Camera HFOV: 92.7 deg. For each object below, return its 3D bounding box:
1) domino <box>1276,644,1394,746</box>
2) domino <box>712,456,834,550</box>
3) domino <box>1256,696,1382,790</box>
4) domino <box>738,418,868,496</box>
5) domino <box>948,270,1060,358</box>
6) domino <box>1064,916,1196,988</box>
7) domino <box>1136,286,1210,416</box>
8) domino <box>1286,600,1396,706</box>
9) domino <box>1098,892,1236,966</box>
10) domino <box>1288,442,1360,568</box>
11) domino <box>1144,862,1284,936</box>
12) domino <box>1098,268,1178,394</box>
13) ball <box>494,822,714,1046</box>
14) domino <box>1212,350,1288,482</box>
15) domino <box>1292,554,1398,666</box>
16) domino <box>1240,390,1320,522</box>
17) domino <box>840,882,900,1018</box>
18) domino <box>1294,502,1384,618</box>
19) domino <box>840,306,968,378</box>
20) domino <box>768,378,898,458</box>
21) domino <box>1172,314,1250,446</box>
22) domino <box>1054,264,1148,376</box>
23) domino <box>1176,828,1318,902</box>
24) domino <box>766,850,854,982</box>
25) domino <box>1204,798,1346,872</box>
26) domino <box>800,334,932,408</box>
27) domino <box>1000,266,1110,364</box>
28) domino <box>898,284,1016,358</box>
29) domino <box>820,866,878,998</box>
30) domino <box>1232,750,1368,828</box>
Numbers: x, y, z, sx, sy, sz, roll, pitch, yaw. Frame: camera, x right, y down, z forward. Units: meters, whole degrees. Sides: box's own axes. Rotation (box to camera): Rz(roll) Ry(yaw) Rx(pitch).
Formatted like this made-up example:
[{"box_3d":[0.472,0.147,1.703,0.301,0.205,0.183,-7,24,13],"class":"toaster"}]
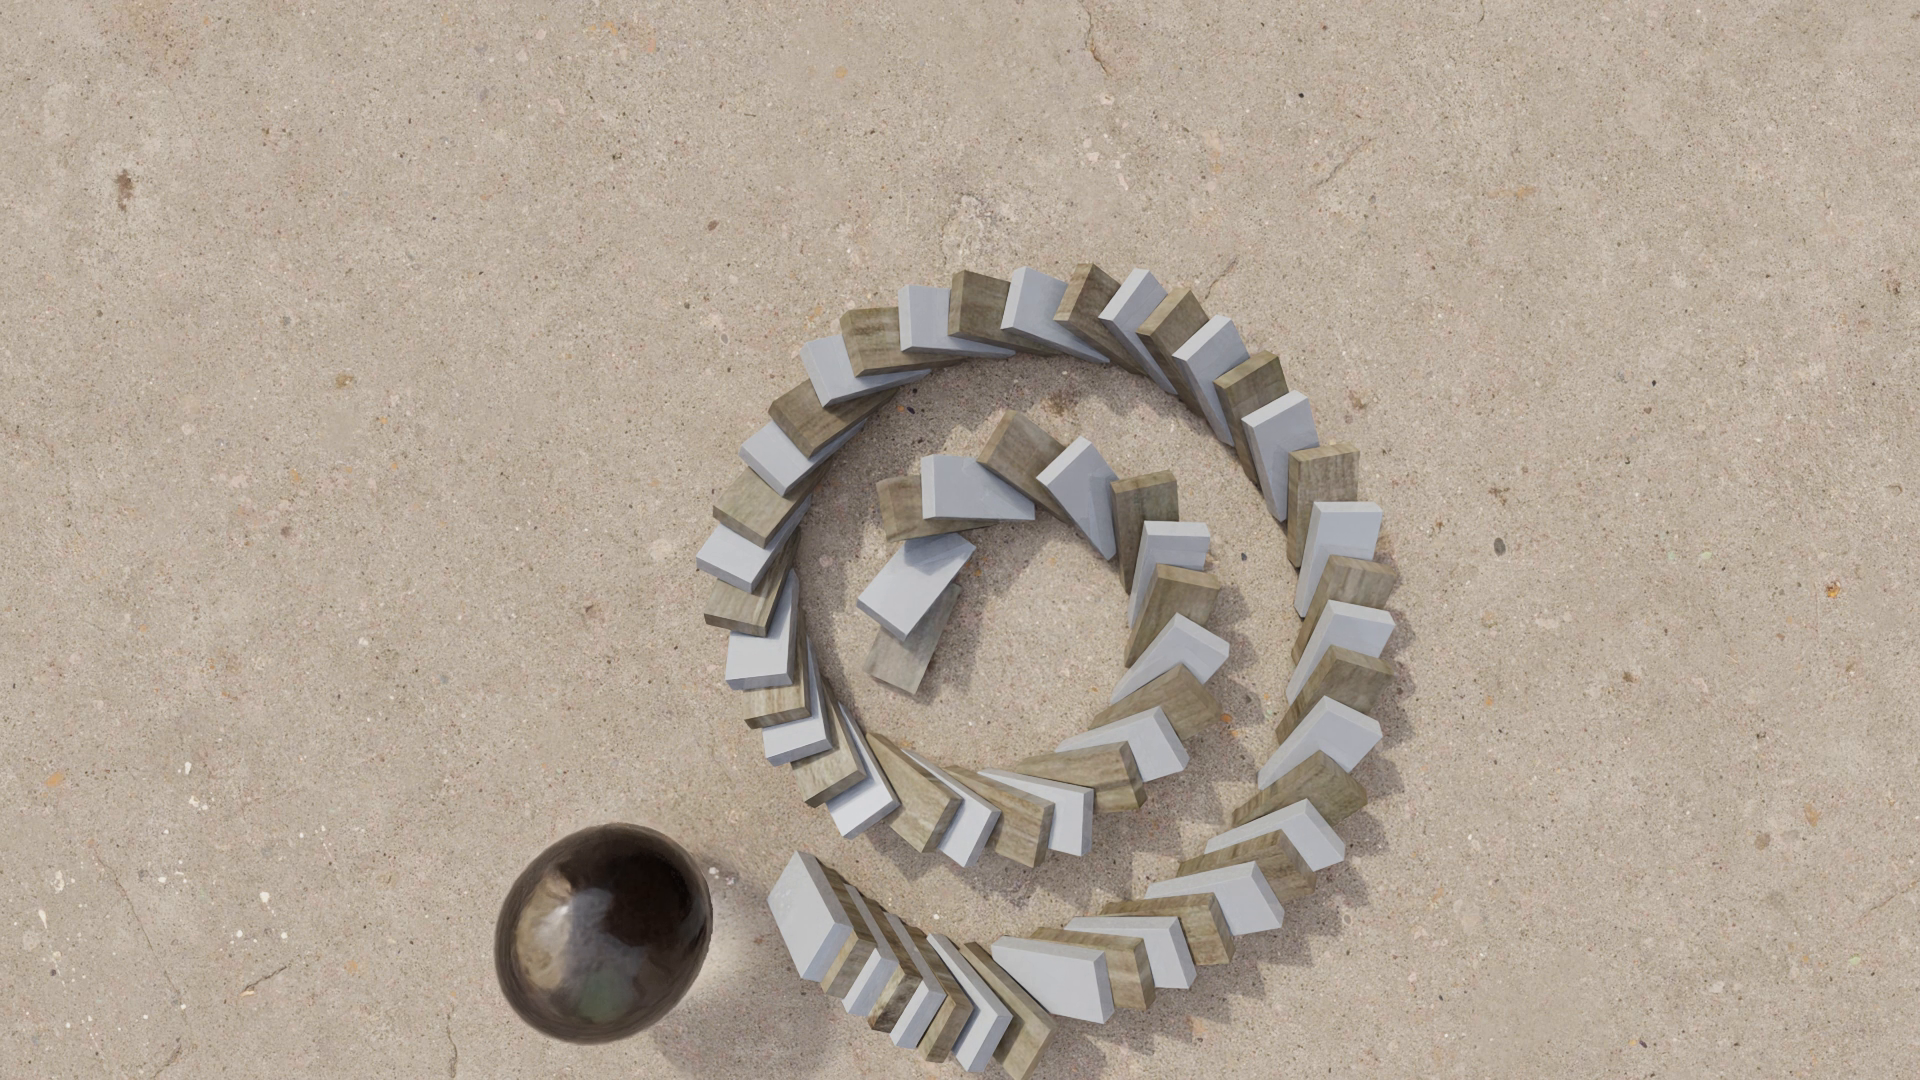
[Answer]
[{"box_3d":[0.155,0.069,0.382,0.025,0.009,0.050,17,121,-4],"class":"domino"},{"box_3d":[-0.077,-0.023,0.382,0.025,0.010,0.050,32,58,3],"class":"domino"},{"box_3d":[0.149,0.090,0.383,0.025,0.010,0.050,26,120,-1],"class":"domino"},{"box_3d":[-0.065,-0.043,0.383,0.025,0.009,0.050,44,60,0],"class":"domino"},{"box_3d":[0.020,-0.094,0.383,0.050,0.010,0.025,5,89,-30],"class":"domino"},{"box_3d":[0.070,0.171,0.381,0.050,0.009,0.025,-18,91,37],"class":"domino"},{"box_3d":[0.096,-0.078,0.381,0.025,0.009,0.050,-49,125,-3],"class":"domino"},{"box_3d":[0.158,0.050,0.382,0.025,0.009,0.050,11,121,0],"class":"domino"},{"box_3d":[0.086,0.164,0.383,0.050,0.009,0.025,-21,90,33],"class":"domino"},{"box_3d":[0.152,-0.014,0.384,0.025,0.009,0.050,-10,119,0],"class":"domino"},{"box_3d":[0.105,0.152,0.381,0.050,0.010,0.025,-28,95,33],"class":"domino"},{"box_3d":[0.082,-0.086,0.382,0.050,0.010,0.025,37,88,-35],"class":"domino"},{"box_3d":[-0.138,0.153,0.360,0.080,0.080,0.080,0,90,0],"class":"ball"},{"box_3d":[0.126,-0.051,0.382,0.025,0.009,0.050,-32,123,0],"class":"domino"},{"box_3d":[0.160,0.032,0.385,0.025,0.009,0.050,10,117,0],"class":"domino"},{"box_3d":[0.137,-0.035,0.383,0.025,0.010,0.050,-29,122,0],"class":"domino"},{"box_3d":[-0.045,0.167,0.376,0.009,0.050,0.025,31,90,-31],"class":"domino"},{"box_3d":[0.158,0.009,0.384,0.025,0.009,0.050,0,117,0],"class":"domino"},{"box_3d":[-0.023,-0.084,0.382,0.050,0.010,0.025,-13,86,-31],"class":"domino"},{"box_3d":[-0.052,-0.058,0.382,0.025,0.009,0.050,49,57,0],"class":"domino"},{"box_3d":[0.110,-0.066,0.382,0.025,0.009,0.050,-43,124,-3],"class":"domino"},{"box_3d":[0.064,-0.091,0.382,0.050,0.009,0.025,24,90,-36],"class":"domino"},{"box_3d":[0.118,0.140,0.382,0.050,0.010,0.025,-35,94,34],"class":"domino"},{"box_3d":[-0.062,0.153,0.376,0.010,0.050,0.025,31,90,-31],"class":"domino"},{"box_3d":[0.130,0.129,0.382,0.050,0.009,0.025,-39,92,34],"class":"domino"},{"box_3d":[-0.039,-0.075,0.383,0.050,0.009,0.025,-23,89,-32],"class":"domino"},{"box_3d":[0.043,-0.093,0.384,0.050,0.009,0.025,13,90,-28],"class":"domino"},{"box_3d":[-0.001,-0.091,0.383,0.050,0.010,0.025,-3,89,-30],"class":"domino"},{"box_3d":[-0.053,0.159,0.376,0.009,0.050,0.025,31,90,-31],"class":"domino"},{"box_3d":[0.141,0.112,0.384,0.025,0.010,0.050,41,119,0],"class":"domino"}]
